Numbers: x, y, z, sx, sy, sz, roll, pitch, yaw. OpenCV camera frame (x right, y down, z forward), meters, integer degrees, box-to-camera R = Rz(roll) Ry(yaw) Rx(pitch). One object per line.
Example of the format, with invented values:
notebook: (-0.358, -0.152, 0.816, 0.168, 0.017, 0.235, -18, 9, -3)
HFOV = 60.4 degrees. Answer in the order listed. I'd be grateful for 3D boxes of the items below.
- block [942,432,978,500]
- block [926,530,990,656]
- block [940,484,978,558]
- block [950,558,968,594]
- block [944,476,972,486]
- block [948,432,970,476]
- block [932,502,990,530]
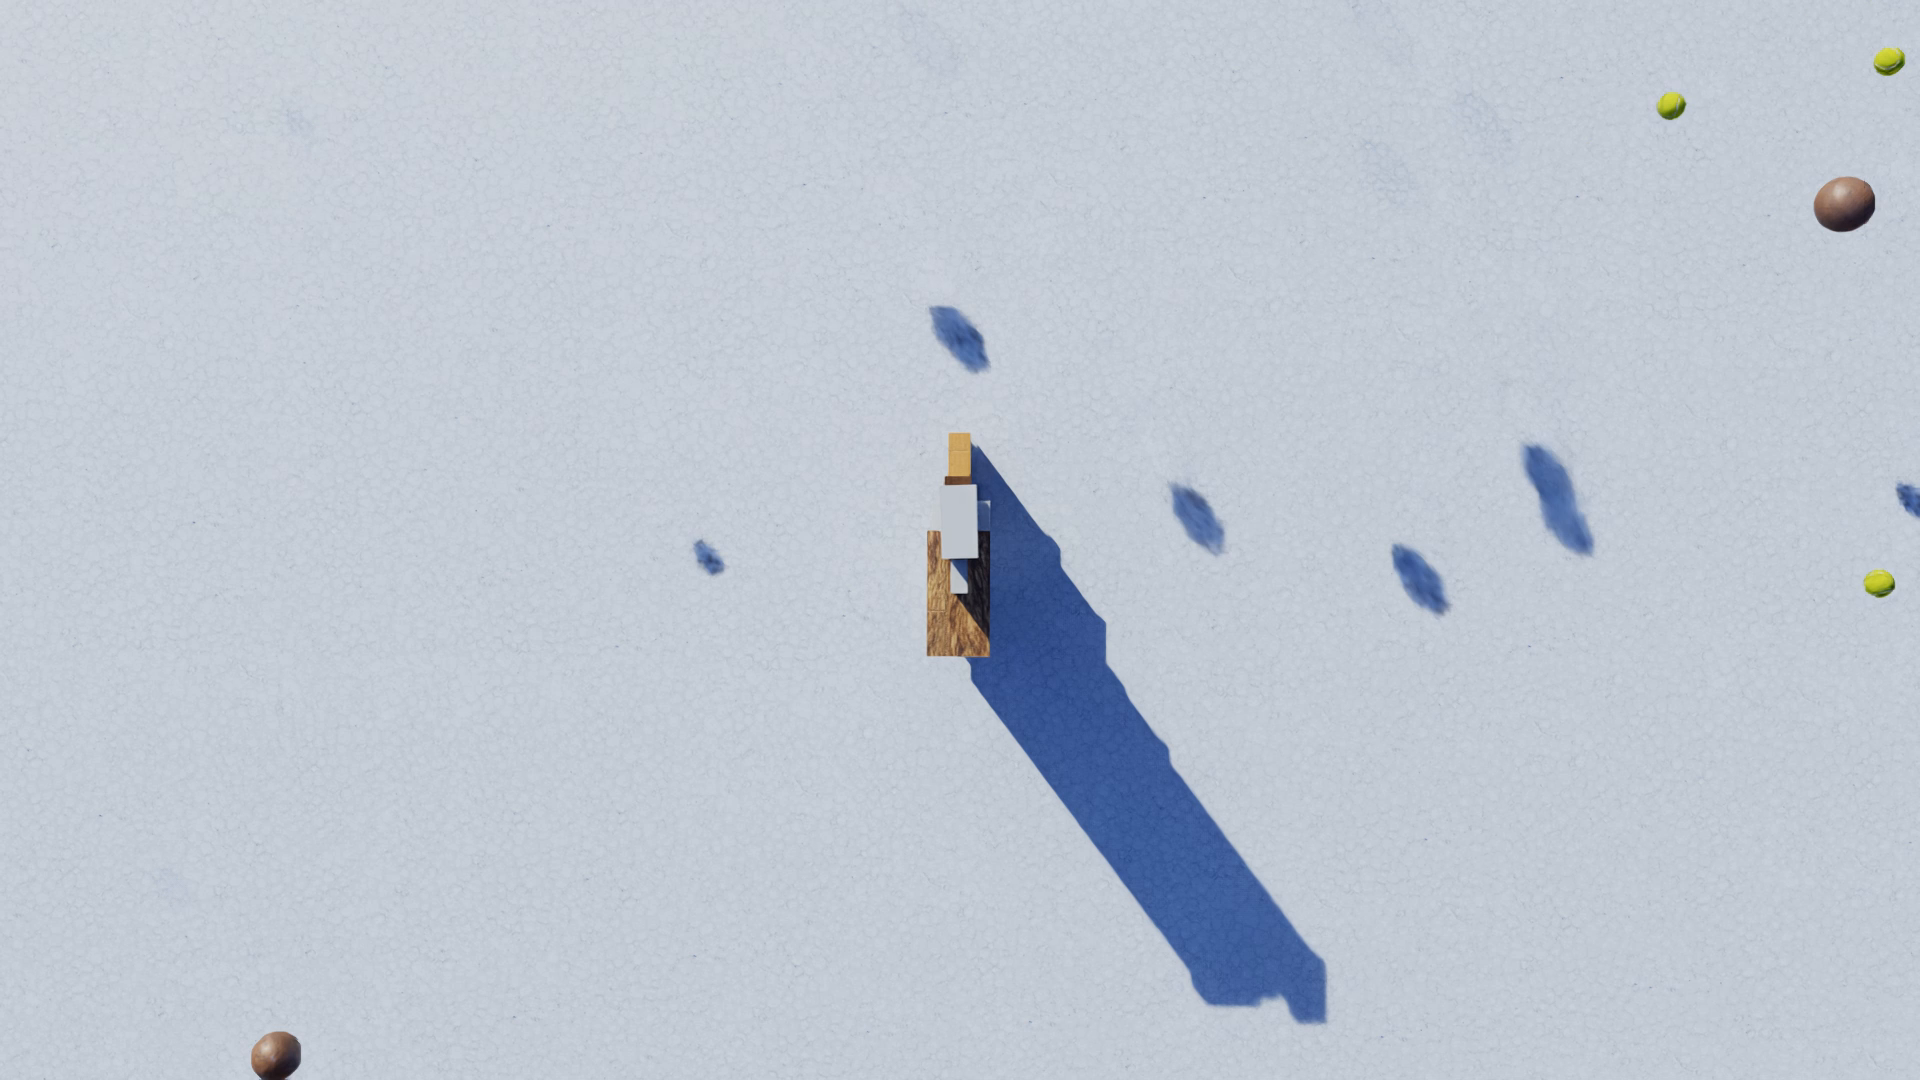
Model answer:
block: (0.000, -0.235, 5.264, 0.110, 0.031, 0.221, 0, 90, 0)
block: (-0.004, 0.152, 4.706, 0.179, 0.051, 0.357, 0, 90, 0)
block: (-0.003, -0.049, 4.469, 0.099, 0.028, 0.198, -2, 90, 0)
block: (-0.002, 0.100, 4.580, 0.047, 0.013, 0.094, 0, 90, 0)
block: (-0.006, -0.110, 4.917, 0.080, 0.023, 0.160, -1, 90, 0)
block: (-0.002, -0.263, 5.102, 0.068, 0.019, 0.136, 0, 90, 0)
block: (0.003, 0.060, 5.114, 0.180, 0.051, 0.360, 0, 90, 0)
